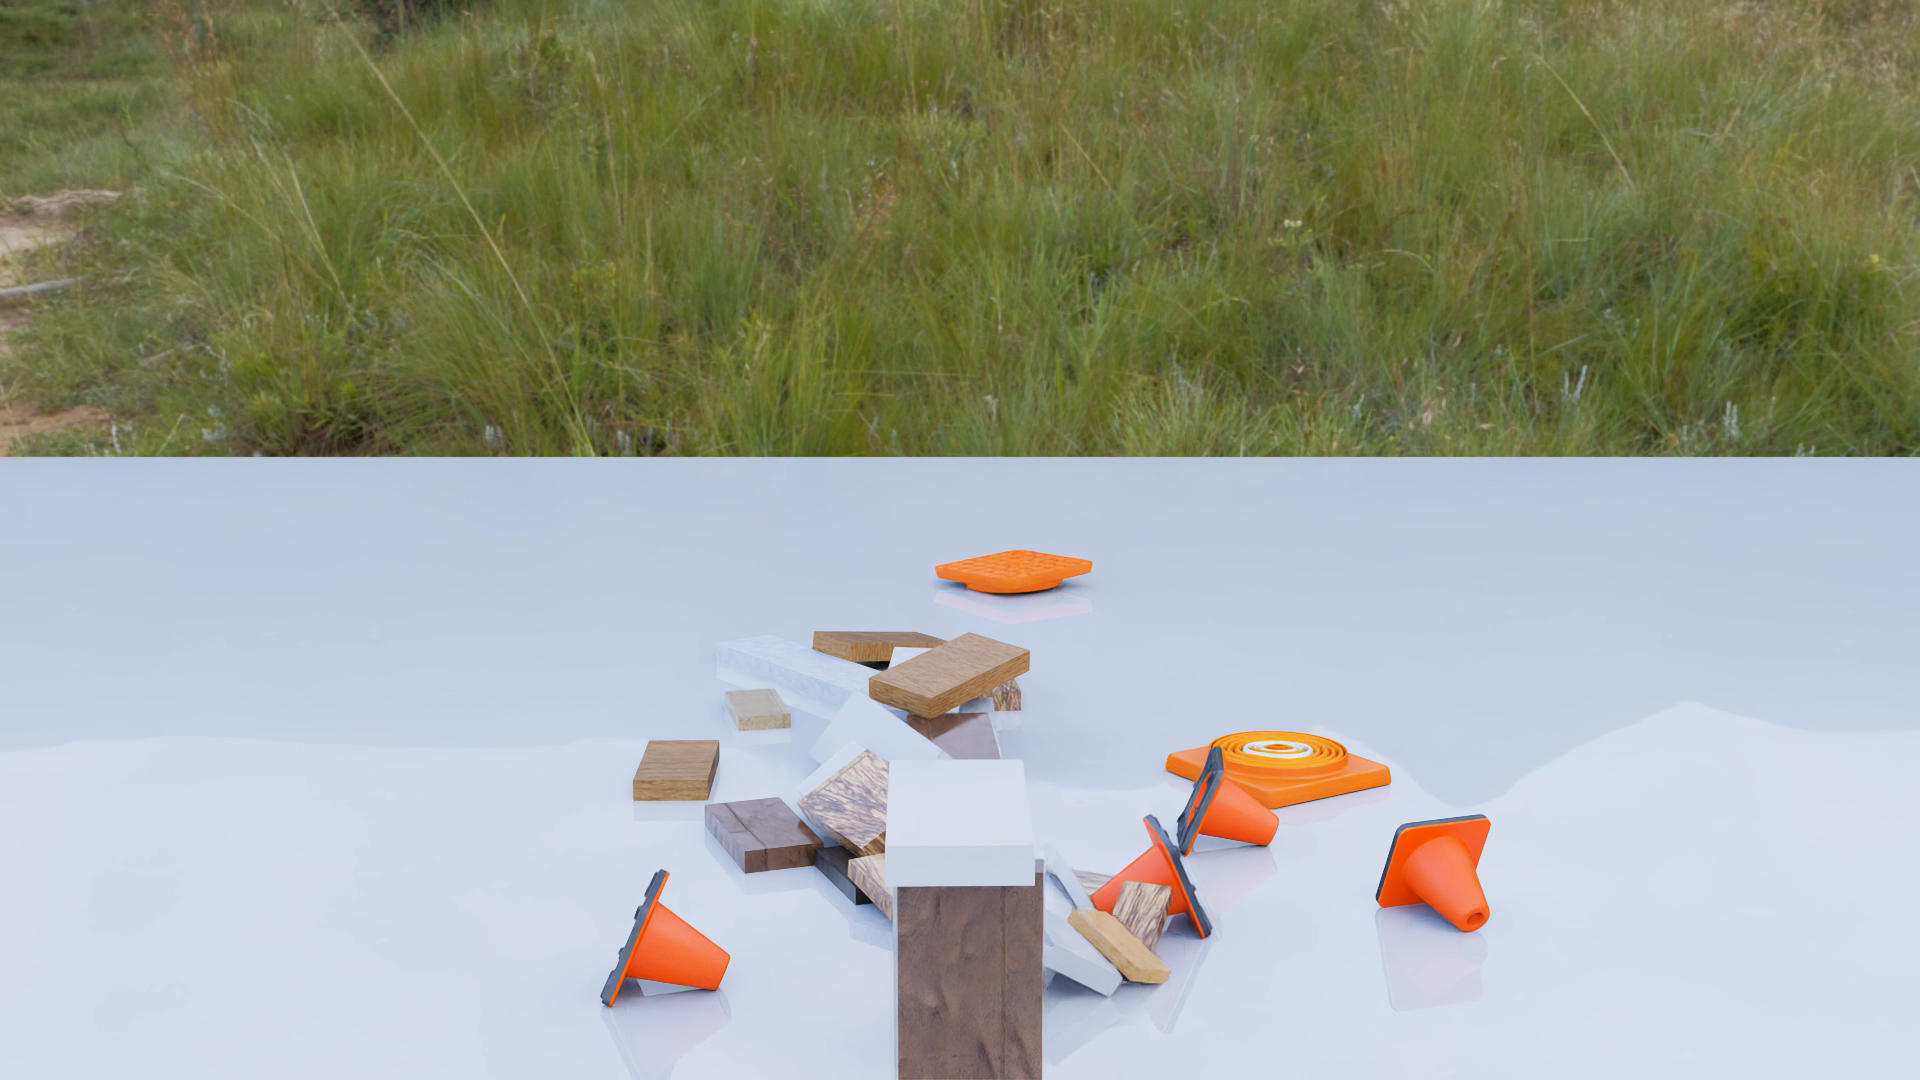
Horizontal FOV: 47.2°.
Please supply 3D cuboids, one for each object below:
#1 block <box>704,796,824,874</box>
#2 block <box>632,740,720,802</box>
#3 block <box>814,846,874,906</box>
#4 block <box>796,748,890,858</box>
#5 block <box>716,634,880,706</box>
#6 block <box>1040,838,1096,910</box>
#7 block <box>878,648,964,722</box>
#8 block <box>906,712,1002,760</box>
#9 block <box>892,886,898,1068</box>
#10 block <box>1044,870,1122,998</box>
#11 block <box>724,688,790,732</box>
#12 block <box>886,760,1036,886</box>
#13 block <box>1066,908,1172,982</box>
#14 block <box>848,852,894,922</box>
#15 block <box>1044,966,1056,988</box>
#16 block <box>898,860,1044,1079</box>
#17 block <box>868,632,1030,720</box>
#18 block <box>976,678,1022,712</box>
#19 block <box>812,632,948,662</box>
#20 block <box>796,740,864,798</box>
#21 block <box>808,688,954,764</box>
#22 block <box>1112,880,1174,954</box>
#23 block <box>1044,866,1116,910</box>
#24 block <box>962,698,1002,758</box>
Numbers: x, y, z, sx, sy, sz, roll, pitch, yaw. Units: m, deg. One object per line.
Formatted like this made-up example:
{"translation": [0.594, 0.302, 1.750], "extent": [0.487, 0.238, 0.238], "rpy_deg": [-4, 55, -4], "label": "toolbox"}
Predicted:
{"translation": [-0.352, 0.523, 3.918], "extent": [0.141, 0.040, 0.283], "rpy_deg": [-4, 11, -20], "label": "block"}
{"translation": [-0.554, 0.450, 4.313], "extent": [0.141, 0.040, 0.283], "rpy_deg": [0, 11, -2], "label": "block"}
{"translation": [-0.162, 0.564, 3.728], "extent": [0.108, 0.030, 0.215], "rpy_deg": [-4, 11, -22], "label": "block"}
{"translation": [-0.156, 0.465, 3.838], "extent": [0.162, 0.046, 0.323], "rpy_deg": [-36, 20, -15], "label": "block"}
{"translation": [-0.321, 0.309, 5.062], "extent": [0.153, 0.043, 0.677], "rpy_deg": [-8, 13, -36], "label": "block"}
{"translation": [0.180, 0.553, 3.499], "extent": [0.022, 0.078, 0.157], "rpy_deg": [-32, 43, -3], "label": "block"}
{"translation": [-0.072, 0.307, 4.545], "extent": [0.162, 0.046, 0.325], "rpy_deg": [2, 20, 4], "label": "block"}
{"translation": [-0.009, 0.421, 4.224], "extent": [0.162, 0.046, 0.325], "rpy_deg": [-2, 20, -6], "label": "block"}
{"translation": [0.000, 0.536, 2.973], "extent": [0.180, 0.359, 0.051], "rpy_deg": [0, 12, -1], "label": "block"}
{"translation": [0.138, 0.579, 3.370], "extent": [0.125, 0.035, 0.353], "rpy_deg": [29, 7, -20], "label": "block"}
{"translation": [-0.441, 0.368, 4.779], "extent": [0.112, 0.032, 0.223], "rpy_deg": [-3, 11, -13], "label": "block"}
{"translation": [-0.003, 0.357, 2.814], "extent": [0.180, 0.051, 0.359], "rpy_deg": [0, 11, -1], "label": "block"}
{"translation": [0.239, 0.610, 3.307], "extent": [0.078, 0.022, 0.157], "rpy_deg": [13, 18, -45], "label": "block"}
{"translation": [-0.086, 0.572, 3.575], "extent": [0.108, 0.030, 0.215], "rpy_deg": [-7, 23, -28], "label": "block"}
{"translation": [0.035, 0.596, 3.345], "extent": [0.125, 0.035, 0.250], "rpy_deg": [39, -10, -29], "label": "block"}
{"translation": [0.014, 0.577, 2.753], "extent": [0.180, 0.359, 0.051], "rpy_deg": [1, 11, 4], "label": "block"}
{"translation": [-0.019, 0.275, 4.499], "extent": [0.162, 0.046, 0.323], "rpy_deg": [15, 24, 36], "label": "block"}
{"translation": [0.042, 0.327, 4.967], "extent": [0.153, 0.043, 0.306], "rpy_deg": [-1, 11, -6], "label": "block"}
{"translation": [-0.181, 0.253, 5.246], "extent": [0.306, 0.043, 0.153], "rpy_deg": [2, 7, -39], "label": "block"}
{"translation": [-0.188, 0.466, 4.027], "extent": [0.141, 0.040, 0.318], "rpy_deg": [-39, 22, -11], "label": "block"}
{"translation": [-0.152, 0.415, 4.189], "extent": [0.046, 0.162, 0.483], "rpy_deg": [39, -6, -23], "label": "block"}
{"translation": [0.273, 0.594, 3.401], "extent": [0.078, 0.022, 0.157], "rpy_deg": [4, 37, 20], "label": "block"}
{"translation": [0.140, 0.575, 3.665], "extent": [0.215, 0.030, 0.108], "rpy_deg": [5, 11, 23], "label": "block"}
{"translation": [-0.006, 0.403, 4.411], "extent": [0.162, 0.046, 0.325], "rpy_deg": [0, 20, -3], "label": "block"}
